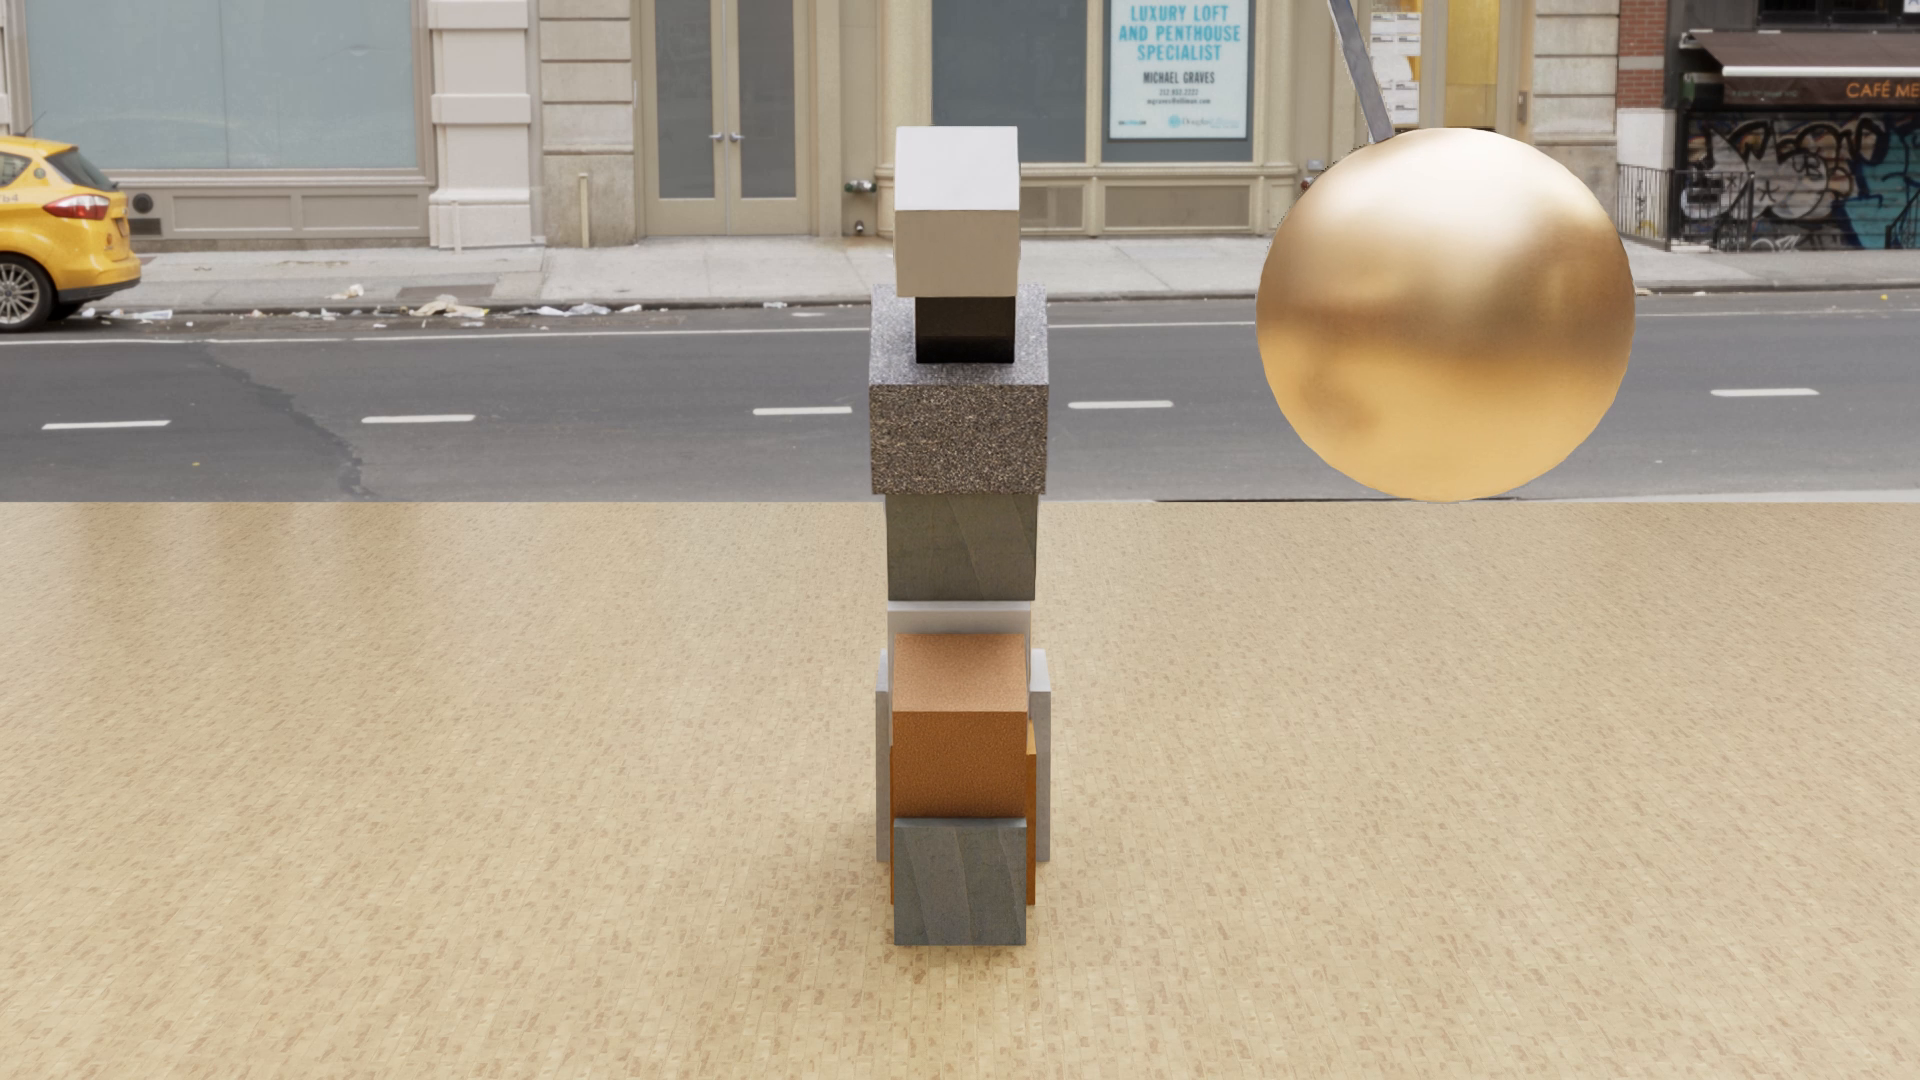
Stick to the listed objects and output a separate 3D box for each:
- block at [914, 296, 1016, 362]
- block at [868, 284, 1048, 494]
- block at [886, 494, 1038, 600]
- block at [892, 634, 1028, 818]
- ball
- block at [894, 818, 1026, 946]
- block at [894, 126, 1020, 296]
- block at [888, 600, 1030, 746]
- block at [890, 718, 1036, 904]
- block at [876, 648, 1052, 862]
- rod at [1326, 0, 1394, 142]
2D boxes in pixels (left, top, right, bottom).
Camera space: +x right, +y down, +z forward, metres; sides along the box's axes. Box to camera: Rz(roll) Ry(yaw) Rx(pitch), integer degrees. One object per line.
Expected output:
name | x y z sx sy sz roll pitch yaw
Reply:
block | 0.021 -0.960 9.941 0.384 0.413 0.356 0 49 0
block | -0.004 -0.610 10.307 0.693 0.563 0.646 0 43 0
block | 0.007 -0.170 10.716 0.616 0.638 0.560 0 43 0
block | -0.001 0.763 10.582 0.537 0.544 0.534 0 33 0
ball | 2.074 -0.961 11.006 1.600 1.600 1.600 0 10 0
block | 0.001 1.362 10.675 0.538 0.501 0.511 0 10 0
block | -0.012 -1.230 9.616 0.453 0.432 0.465 0 49 0
block | -0.005 0.417 11.124 0.597 0.677 0.691 0 30 0
block | 0.013 1.179 11.219 0.620 0.666 0.605 0 10 0
block | 0.014 0.986 11.937 0.784 0.789 0.857 0 10 0
rod | 0.899 -4.100 10.435 0.080 5.200 0.080 -20 10 4
